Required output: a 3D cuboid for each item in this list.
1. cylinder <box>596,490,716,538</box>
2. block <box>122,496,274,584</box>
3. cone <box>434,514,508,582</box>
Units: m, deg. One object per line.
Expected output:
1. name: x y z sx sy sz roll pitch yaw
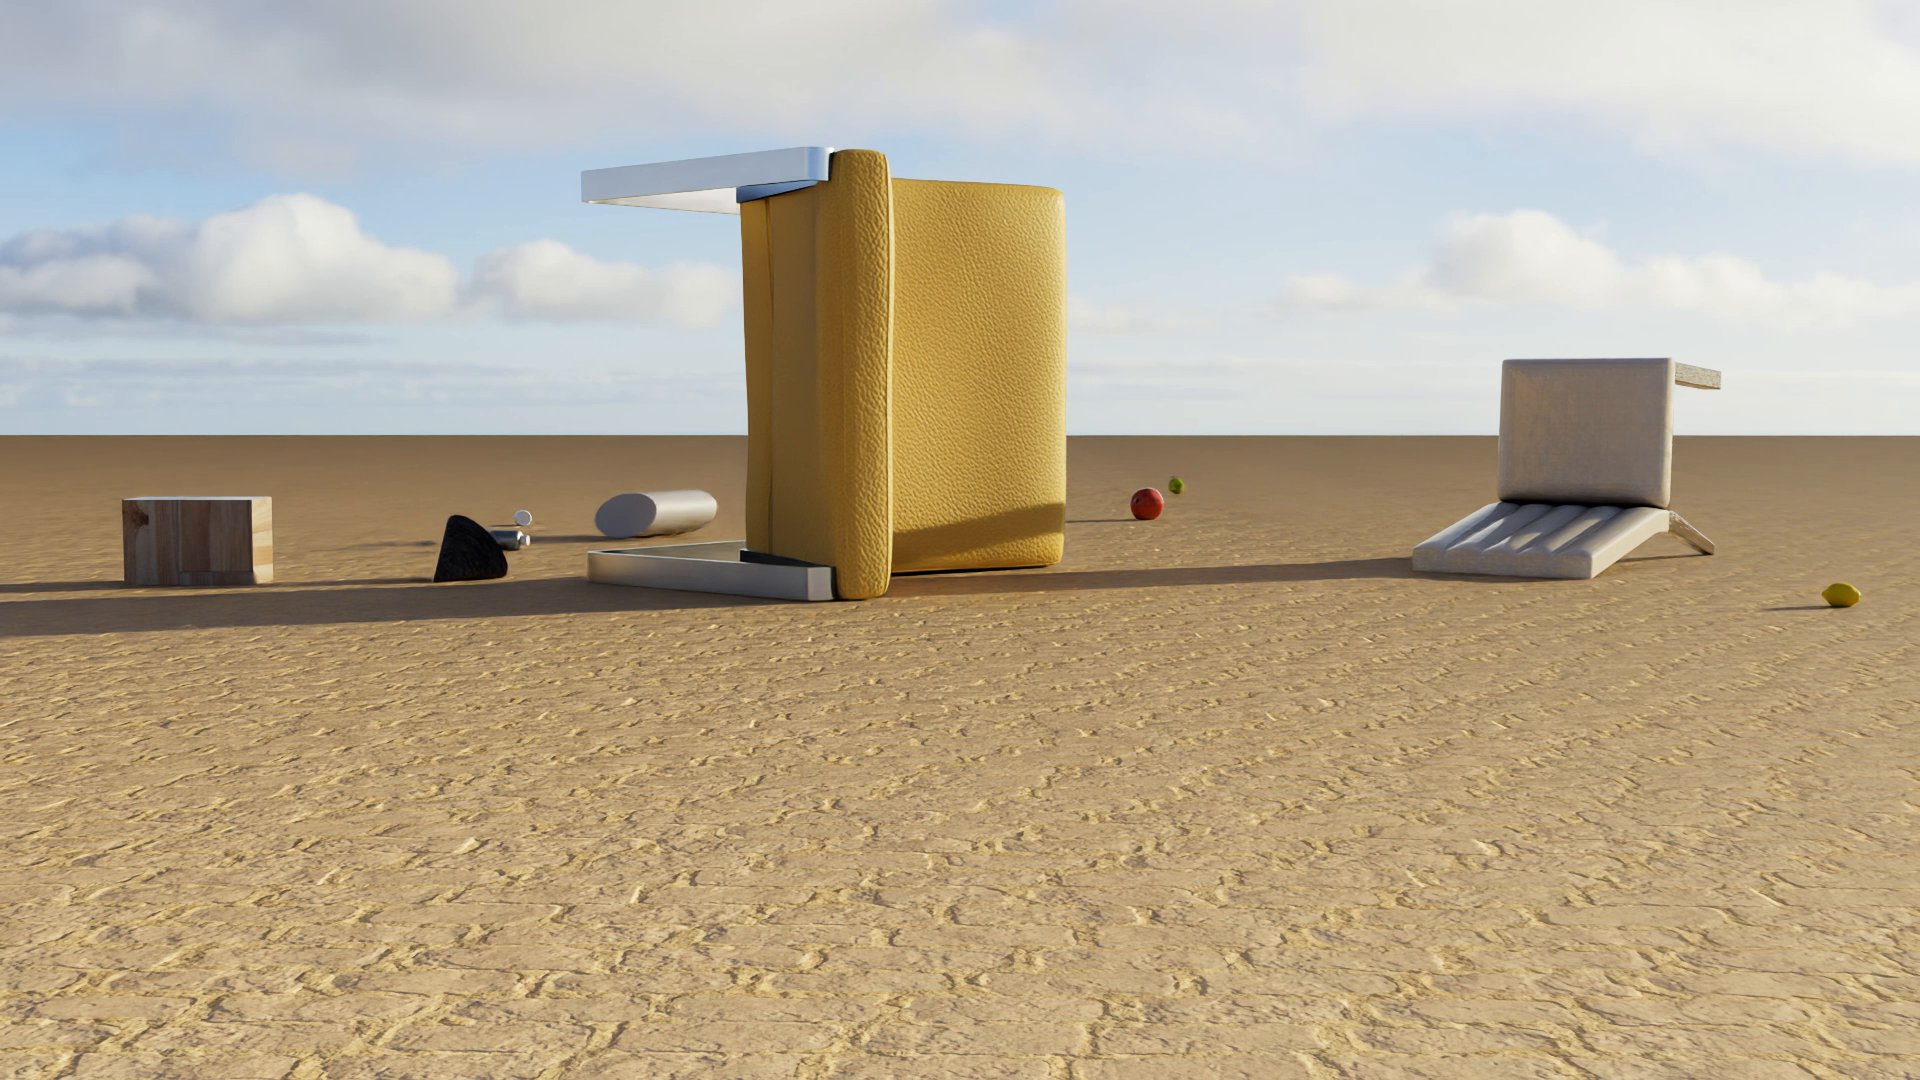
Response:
1. cylinder: -0.927 -0.081 6.715 0.250 0.131 0.279 -11 -3 33
2. block: -1.770 0.000 5.112 0.298 0.195 0.141 0 4 0
3. cone: -1.181 0.057 5.144 0.149 0.190 0.170 -45 -9 -37
